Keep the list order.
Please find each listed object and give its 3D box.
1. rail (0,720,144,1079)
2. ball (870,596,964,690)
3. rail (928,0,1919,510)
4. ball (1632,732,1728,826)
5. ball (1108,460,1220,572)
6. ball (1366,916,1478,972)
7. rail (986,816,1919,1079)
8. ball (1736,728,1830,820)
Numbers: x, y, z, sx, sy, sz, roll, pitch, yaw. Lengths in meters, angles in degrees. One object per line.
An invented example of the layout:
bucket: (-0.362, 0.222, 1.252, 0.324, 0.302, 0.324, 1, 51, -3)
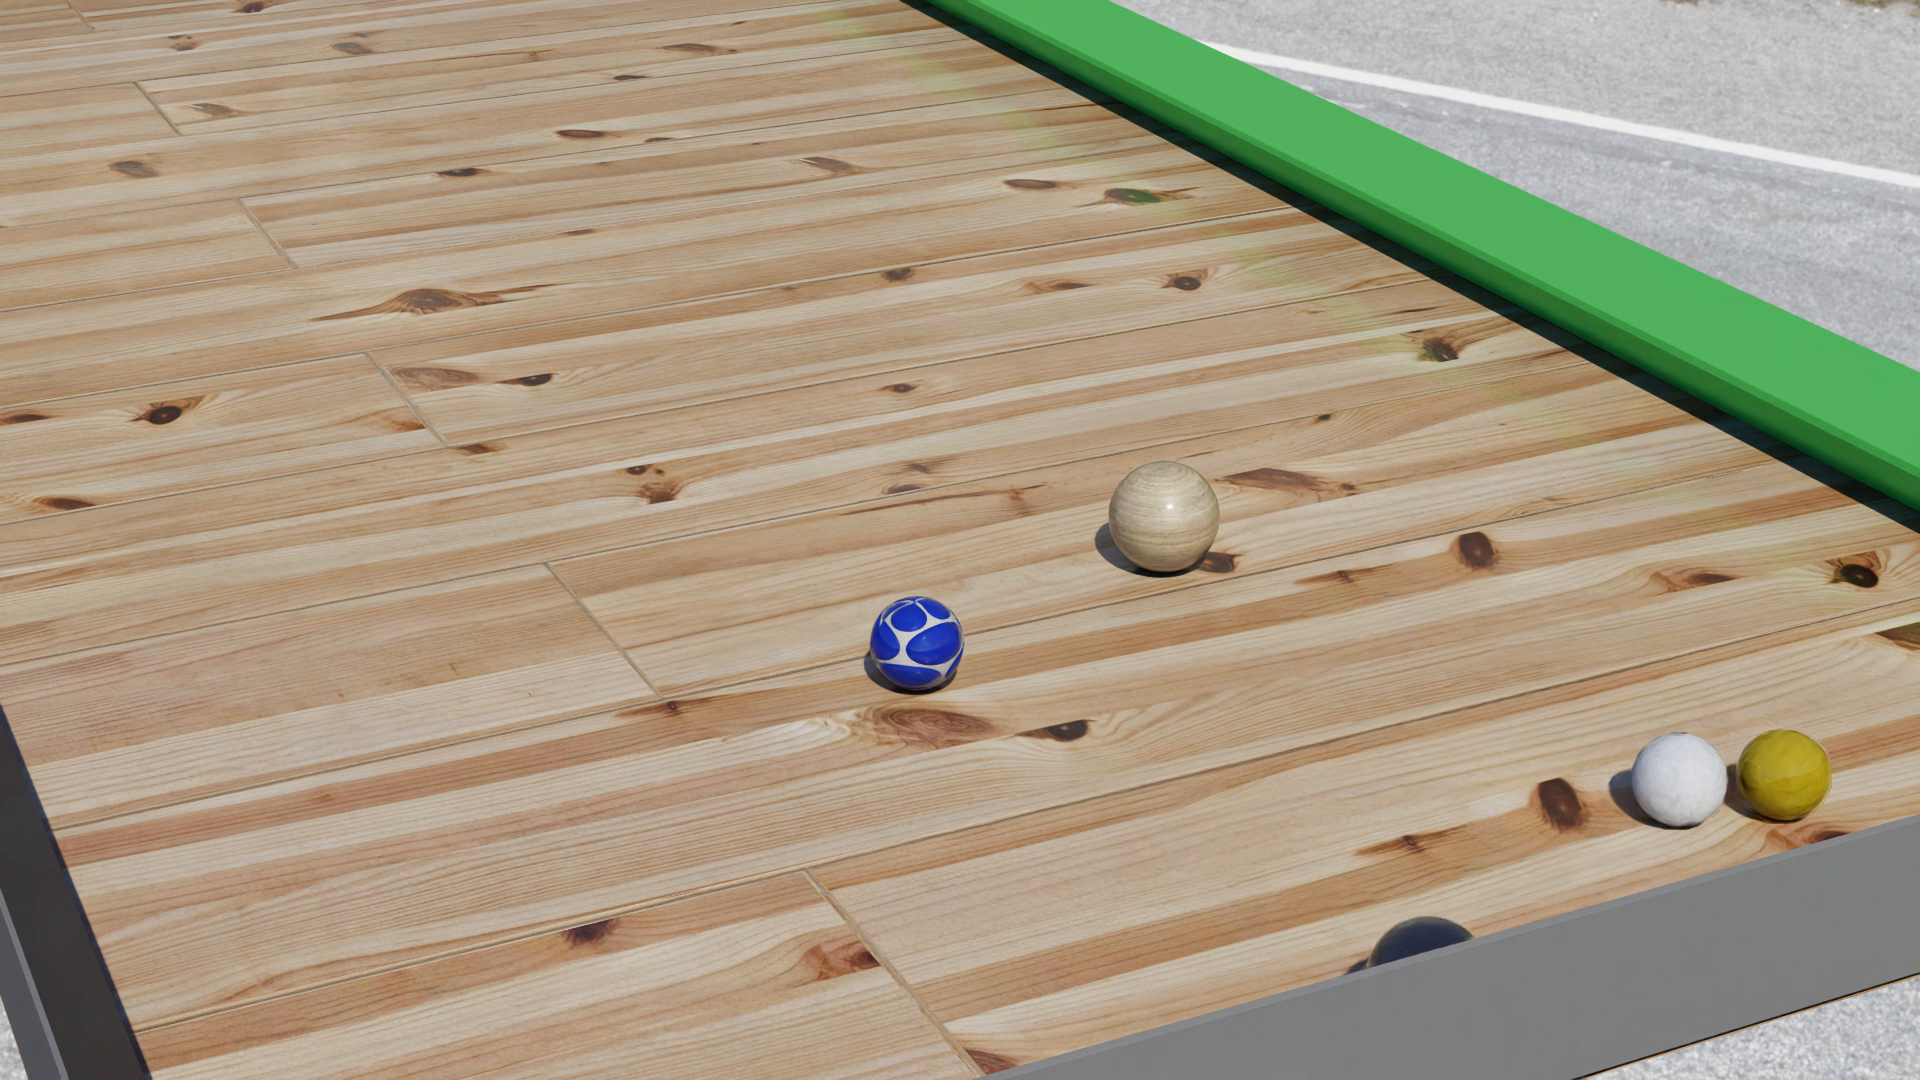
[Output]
rail: (-0.955, -0.159, 2.471, 0.045, 0.108, 2.893, -11, 27, -23)
ball: (-0.030, 0.071, 2.016, 0.065, 0.065, 0.065, 0, 24, 0)
rail: (0.325, -0.413, 3.036, 0.045, 0.108, 2.893, -11, 27, -23)
ball: (0.452, 0.150, 1.847, 0.059, 0.059, 0.059, 0, 24, 0)
ball: (0.152, -0.017, 2.190, 0.083, 0.083, 0.083, 0, 24, 0)
ball: (0.259, 0.243, 1.628, 0.070, 0.070, 0.070, 0, 24, 0)
rail: (0.305, 0.240, 1.586, 1.470, 0.108, 0.045, -11, 27, -23)
ball: (0.519, 0.148, 1.854, 0.058, 0.058, 0.058, 0, 24, 0)
